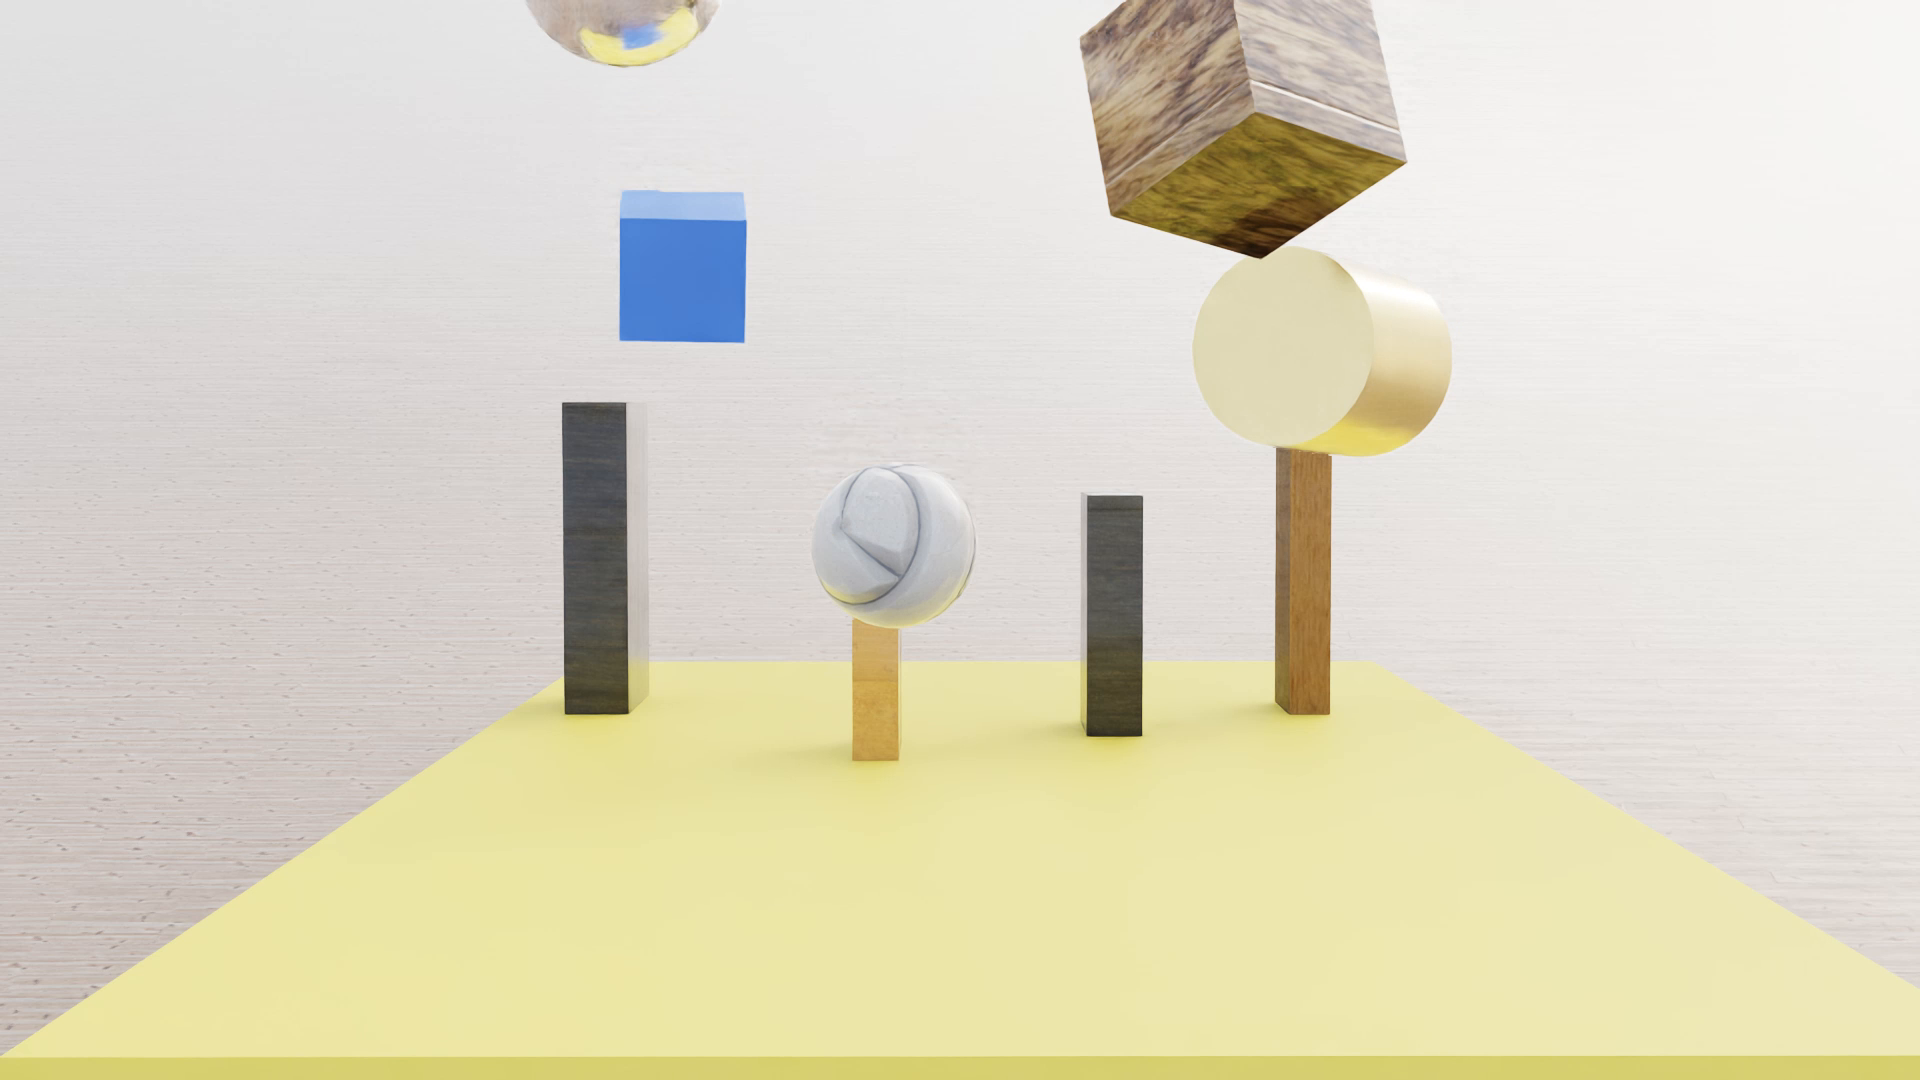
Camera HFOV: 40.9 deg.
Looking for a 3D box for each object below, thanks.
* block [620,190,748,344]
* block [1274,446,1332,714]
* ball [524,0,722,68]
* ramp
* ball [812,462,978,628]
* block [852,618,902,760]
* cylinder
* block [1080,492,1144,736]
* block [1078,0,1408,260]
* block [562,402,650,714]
[{"bbox_3d":[-0.253,-0.250,2.345,0.112,0.112,0.112,0,20,-7],"label":"block"},{"bbox_3d":[0.731,0.034,5.485,0.086,0.651,0.248,0,3,0],"label":"block"},{"bbox_3d":[-0.306,-0.527,2.329,0.195,0.195,0.195,0,22,0],"label":"ball"},{"bbox_3d":[0.051,0.458,4.533,2.000,0.100,4.000,0,3,0],"label":"ramp"},{"bbox_3d":[-0.064,0.005,2.536,0.164,0.164,0.164,0,22,0],"label":"ball"},{"bbox_3d":[-0.154,0.134,4.807,0.084,0.522,0.295,0,3,0],"label":"block"},{"bbox_3d":[0.353,-0.180,2.495,0.189,0.189,0.189,15,6,32],"label":"cylinder"},{"bbox_3d":[0.301,0.142,5.134,0.109,0.471,0.255,0,3,0],"label":"block"},{"bbox_3d":[0.245,-0.385,2.245,0.182,0.182,0.182,10,-29,-37],"label":"block"},{"bbox_3d":[-0.763,0.030,5.556,0.135,0.654,0.364,0,3,0],"label":"block"}]
